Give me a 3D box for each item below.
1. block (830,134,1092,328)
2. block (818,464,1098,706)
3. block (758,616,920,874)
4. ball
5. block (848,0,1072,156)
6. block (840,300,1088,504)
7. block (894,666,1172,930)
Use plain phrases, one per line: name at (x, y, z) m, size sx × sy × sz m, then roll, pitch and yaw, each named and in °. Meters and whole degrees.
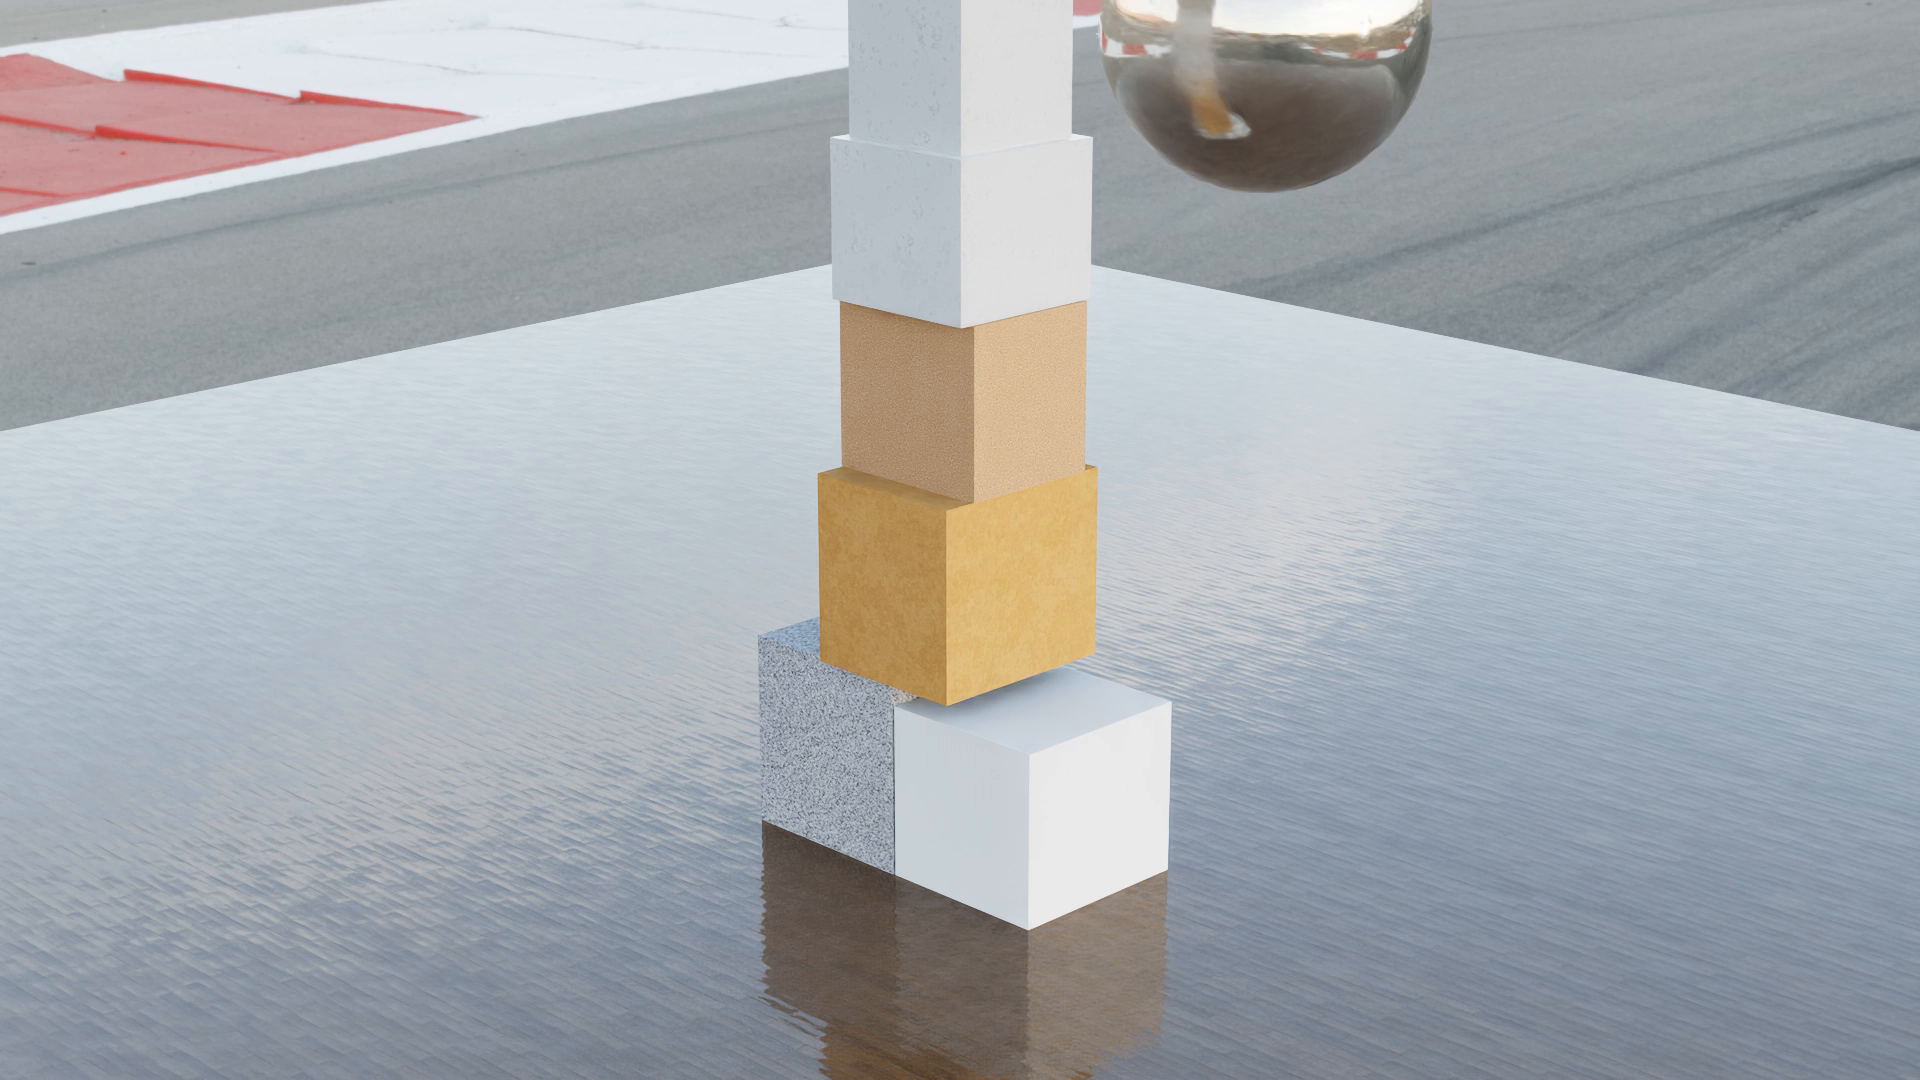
block at (0.006, -1.414, 12.904) m, size 0.813 × 0.721 × 0.806 m, roll -17°, pitch 24°, yaw -42°
block at (-0.008, 0.113, 13.369) m, size 0.967 × 0.898 × 0.824 m, roll -17°, pitch 24°, yaw -42°
block at (-0.305, 0.896, 13.935) m, size 0.915 × 0.935 × 0.913 m, roll -17°, pitch 24°, yaw -42°
ball at (1.467, -2.470, 14.103) m, size 1.600 × 1.600 × 1.600 m, roll 0°, pitch 17°, yaw 0°
block at (0.002, -2.100, 12.683) m, size 0.680 × 0.719 × 0.689 m, roll -17°, pitch 24°, yaw -42°
block at (0.013, -0.697, 13.136) m, size 0.710 × 0.786 × 0.845 m, roll -17°, pitch 24°, yaw -42°
block at (0.331, 1.134, 13.360) m, size 0.930 × 0.826 × 0.843 m, roll -17°, pitch 24°, yaw -42°
